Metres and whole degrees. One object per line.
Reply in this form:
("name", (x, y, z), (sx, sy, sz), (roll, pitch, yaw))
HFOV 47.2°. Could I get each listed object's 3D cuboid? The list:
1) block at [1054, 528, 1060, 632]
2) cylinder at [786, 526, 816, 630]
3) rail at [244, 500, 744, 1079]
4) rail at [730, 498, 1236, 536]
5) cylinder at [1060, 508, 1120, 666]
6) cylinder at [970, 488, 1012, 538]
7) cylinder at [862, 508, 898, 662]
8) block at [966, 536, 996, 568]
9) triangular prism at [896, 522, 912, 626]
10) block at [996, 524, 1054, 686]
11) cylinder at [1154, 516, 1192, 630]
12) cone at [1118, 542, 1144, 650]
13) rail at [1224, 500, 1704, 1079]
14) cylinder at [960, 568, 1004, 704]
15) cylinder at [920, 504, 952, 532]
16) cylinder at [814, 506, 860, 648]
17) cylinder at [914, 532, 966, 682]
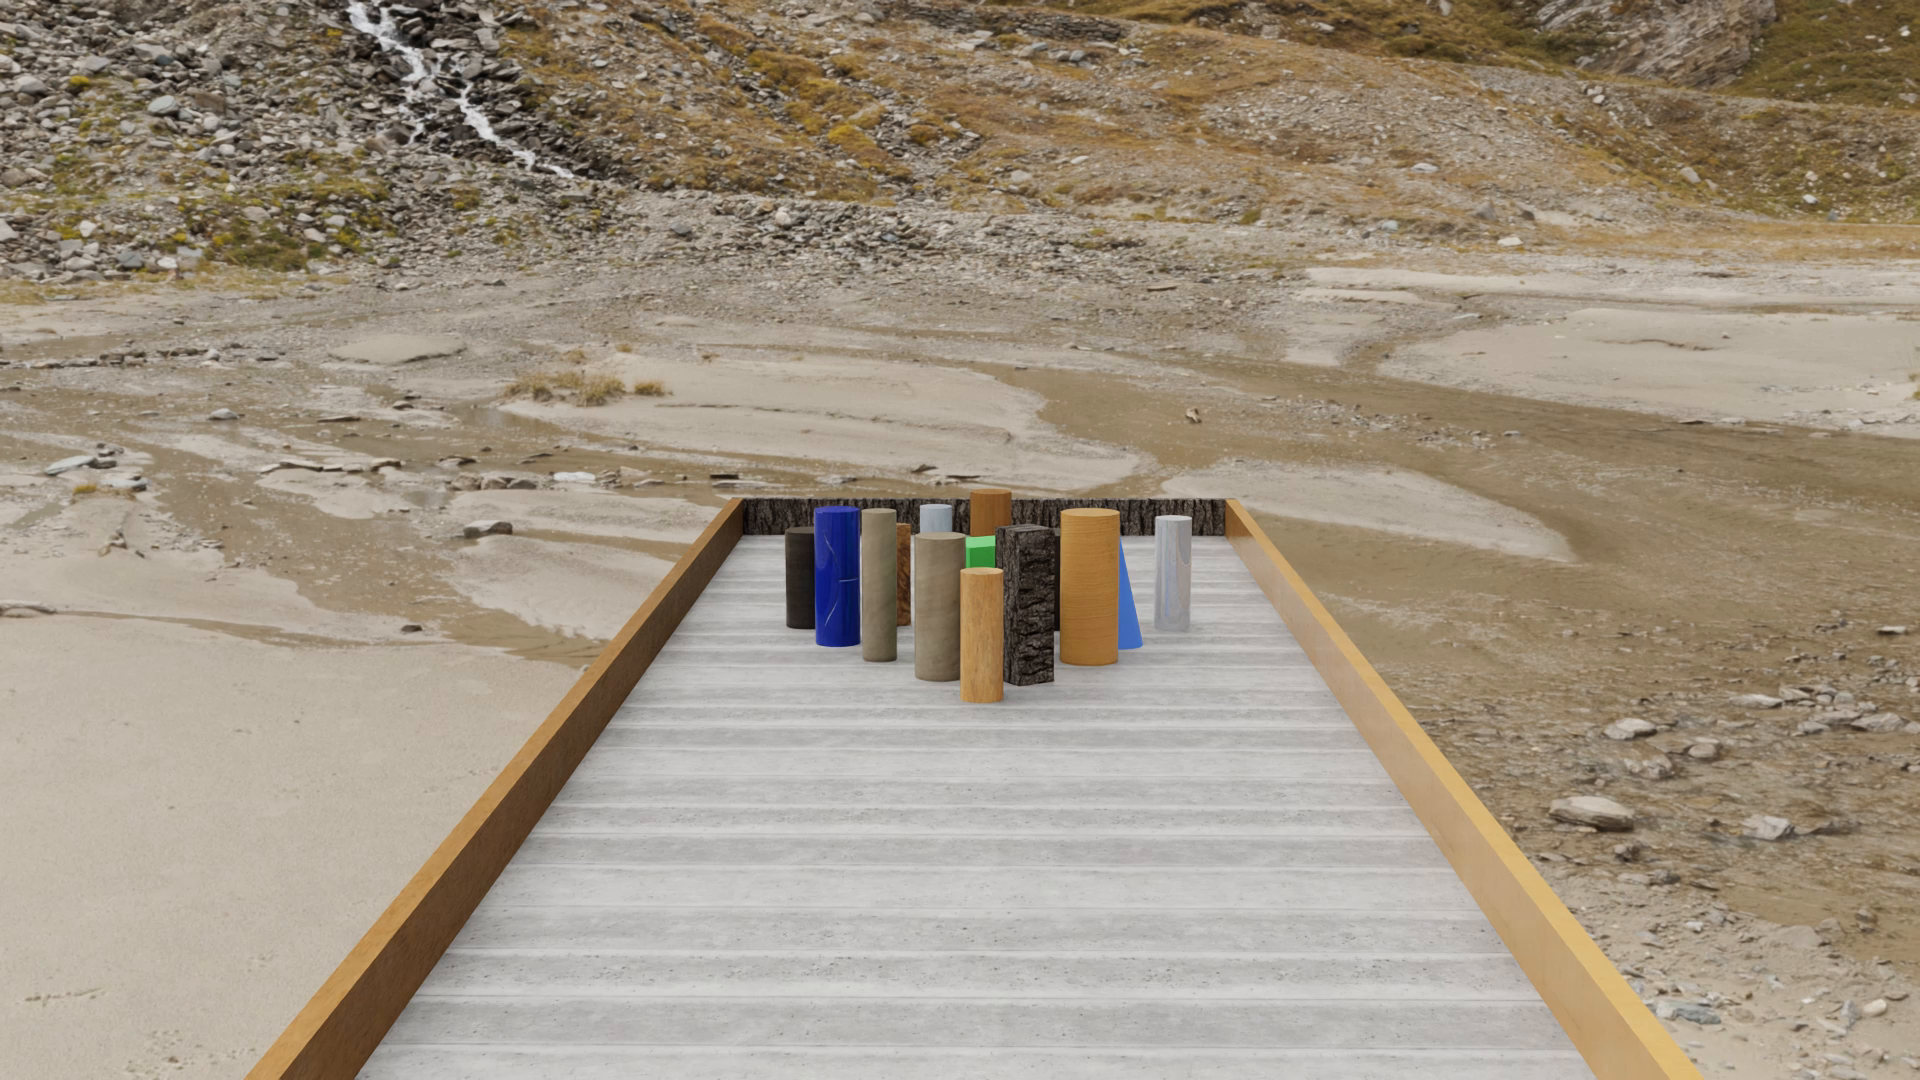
("block", (0.379, 0.127, 7.211), (0.174, 0.313, 0.174), (-1, 9, -6))
("cylinder", (-0.499, 0.124, 7.216), (0.147, 0.317, 0.147), (0, 9, 0))
("rail", (-1.004, 0.839, 3.234), (0.050, 0.150, 12.000), (0, 9, 1))
("rail", (0.099, -0.098, 9.147), (2.100, 0.150, 0.050), (0, 9, 1))
("cylinder", (0.392, 0.141, 6.665), (0.178, 0.455, 0.178), (0, 9, 0))
("cylinder", (0.100, 0.062, 7.190), (0.134, 0.446, 0.134), (0, 9, 0))
("cylinder", (-0.245, 0.137, 6.682), (0.106, 0.457, 0.106), (0, 9, 0))
("block", (0.069, 0.183, 6.708), (0.178, 0.360, 0.178), (-5, 10, -27))
("triangular prism", (-0.247, 0.111, 7.241), (0.135, 0.335, 0.117), (-4, 10, -25))
("block", (0.188, 0.187, 6.391), (0.124, 0.450, 0.124), (-6, 11, -32))
("cylinder", (0.695, 0.106, 7.184), (0.120, 0.361, 0.120), (0, 9, 0))
("cone", (0.499, 0.155, 6.904), (0.157, 0.352, 0.157), (0, 9, 0))
("rail", (1.046, 0.843, 3.208), (0.050, 0.150, 12.000), (0, 9, 1))
("cylinder", (0.061, 0.266, 6.169), (0.122, 0.364, 0.122), (0, 9, 0))
("cylinder", (-0.076, 0.107, 6.959), (0.102, 0.431, 0.102), (0, 9, 0))
("cylinder", (-0.386, 0.114, 6.928), (0.143, 0.426, 0.143), (0, 9, 0))
("cylinder", (-0.058, 0.194, 6.444), (0.151, 0.419, 0.151), (0, 9, 0))
